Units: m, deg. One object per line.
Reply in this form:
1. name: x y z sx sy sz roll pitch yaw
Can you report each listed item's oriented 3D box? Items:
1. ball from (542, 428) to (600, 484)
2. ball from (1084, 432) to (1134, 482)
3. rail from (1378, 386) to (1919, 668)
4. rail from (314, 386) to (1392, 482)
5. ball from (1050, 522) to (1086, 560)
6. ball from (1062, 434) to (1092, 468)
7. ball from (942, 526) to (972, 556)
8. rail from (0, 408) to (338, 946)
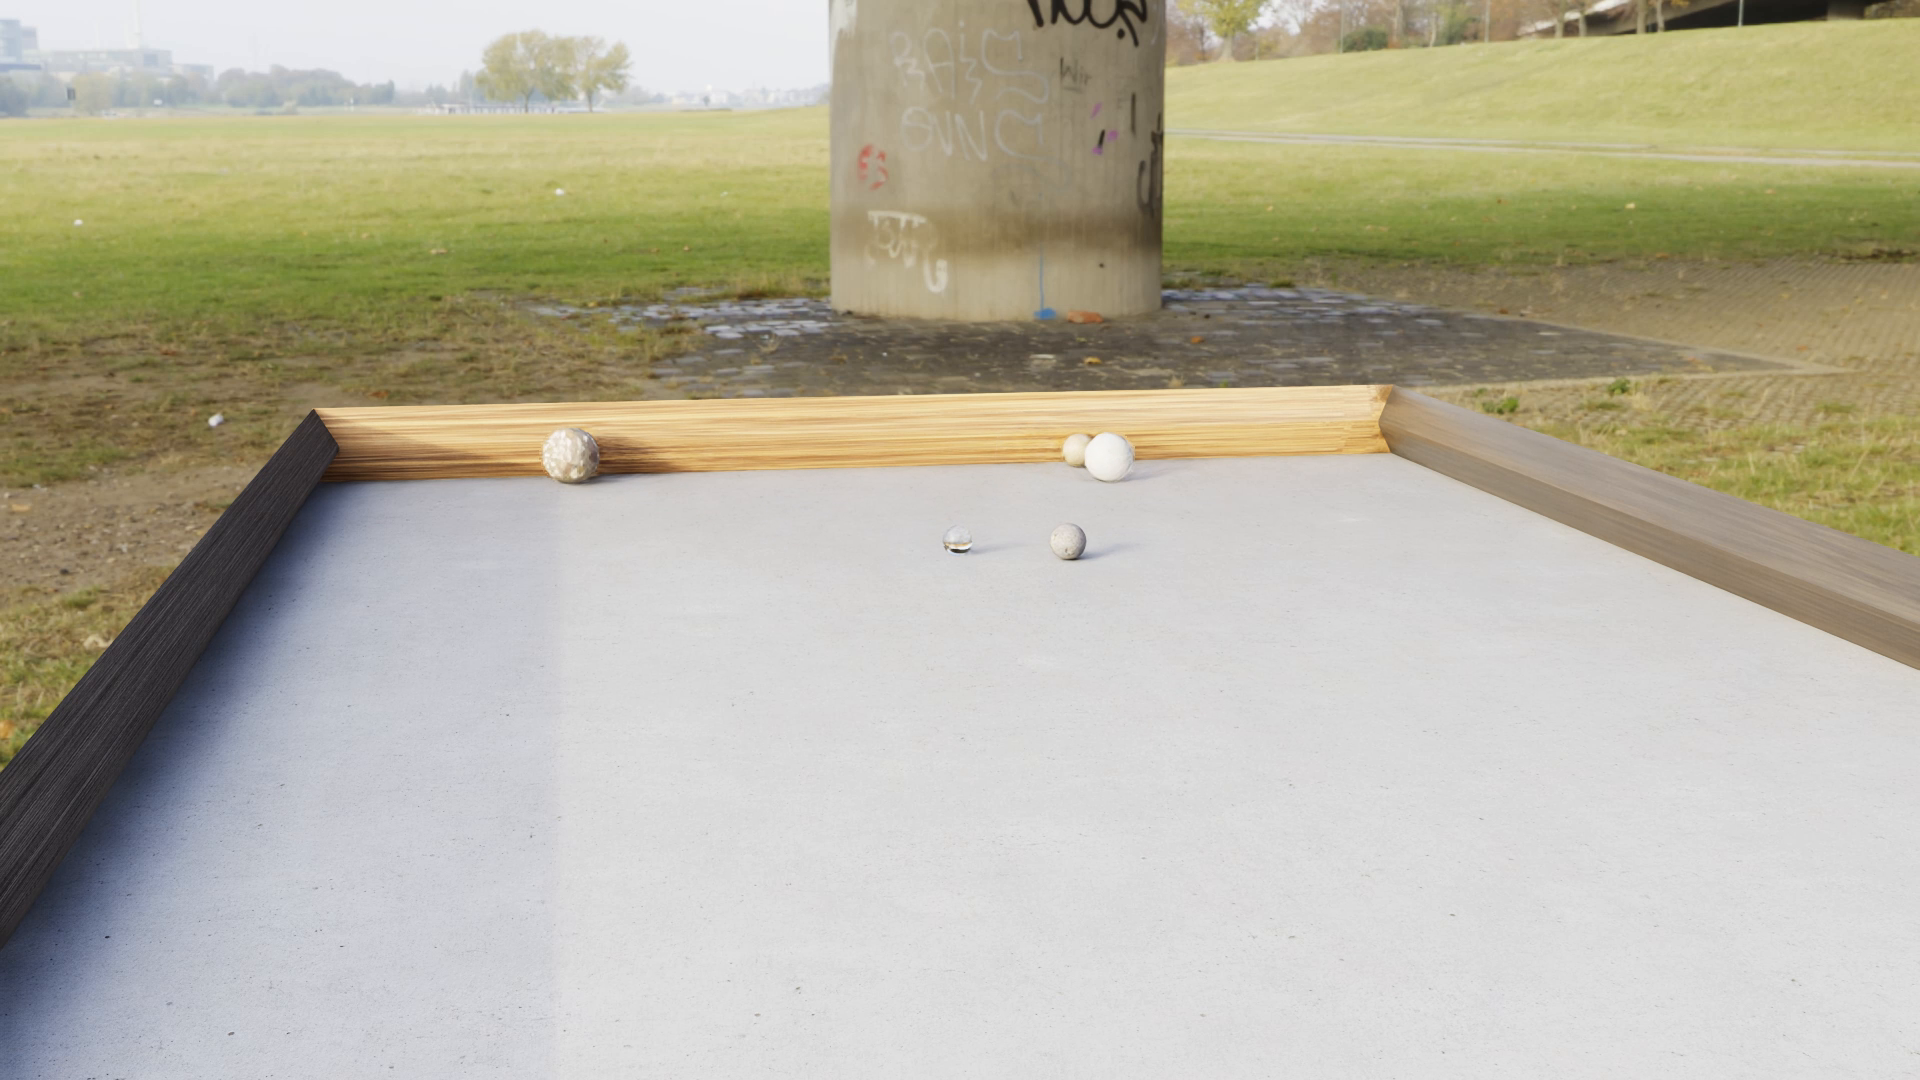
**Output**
1. ball: -0.674 -0.146 3.809 0.098 0.098 0.098 0 11 0
2. ball: 0.260 -0.145 3.835 0.086 0.086 0.086 0 11 0
3. rail: 1.099 0.101 2.451 0.045 0.128 3.520 -2 11 -10
4. rail: -0.148 -0.193 3.966 1.970 0.128 0.045 -2 11 -10
5. ball: 0.155 0.002 3.164 0.053 0.053 0.053 0 11 0
6. ball: 0.217 -0.163 3.992 0.062 0.062 0.062 0 11 0
7. ball: -0.004 0.001 3.195 0.044 0.044 0.044 0 11 0
8. rail: -0.795 0.164 2.124 0.045 0.128 3.520 -2 11 -10
